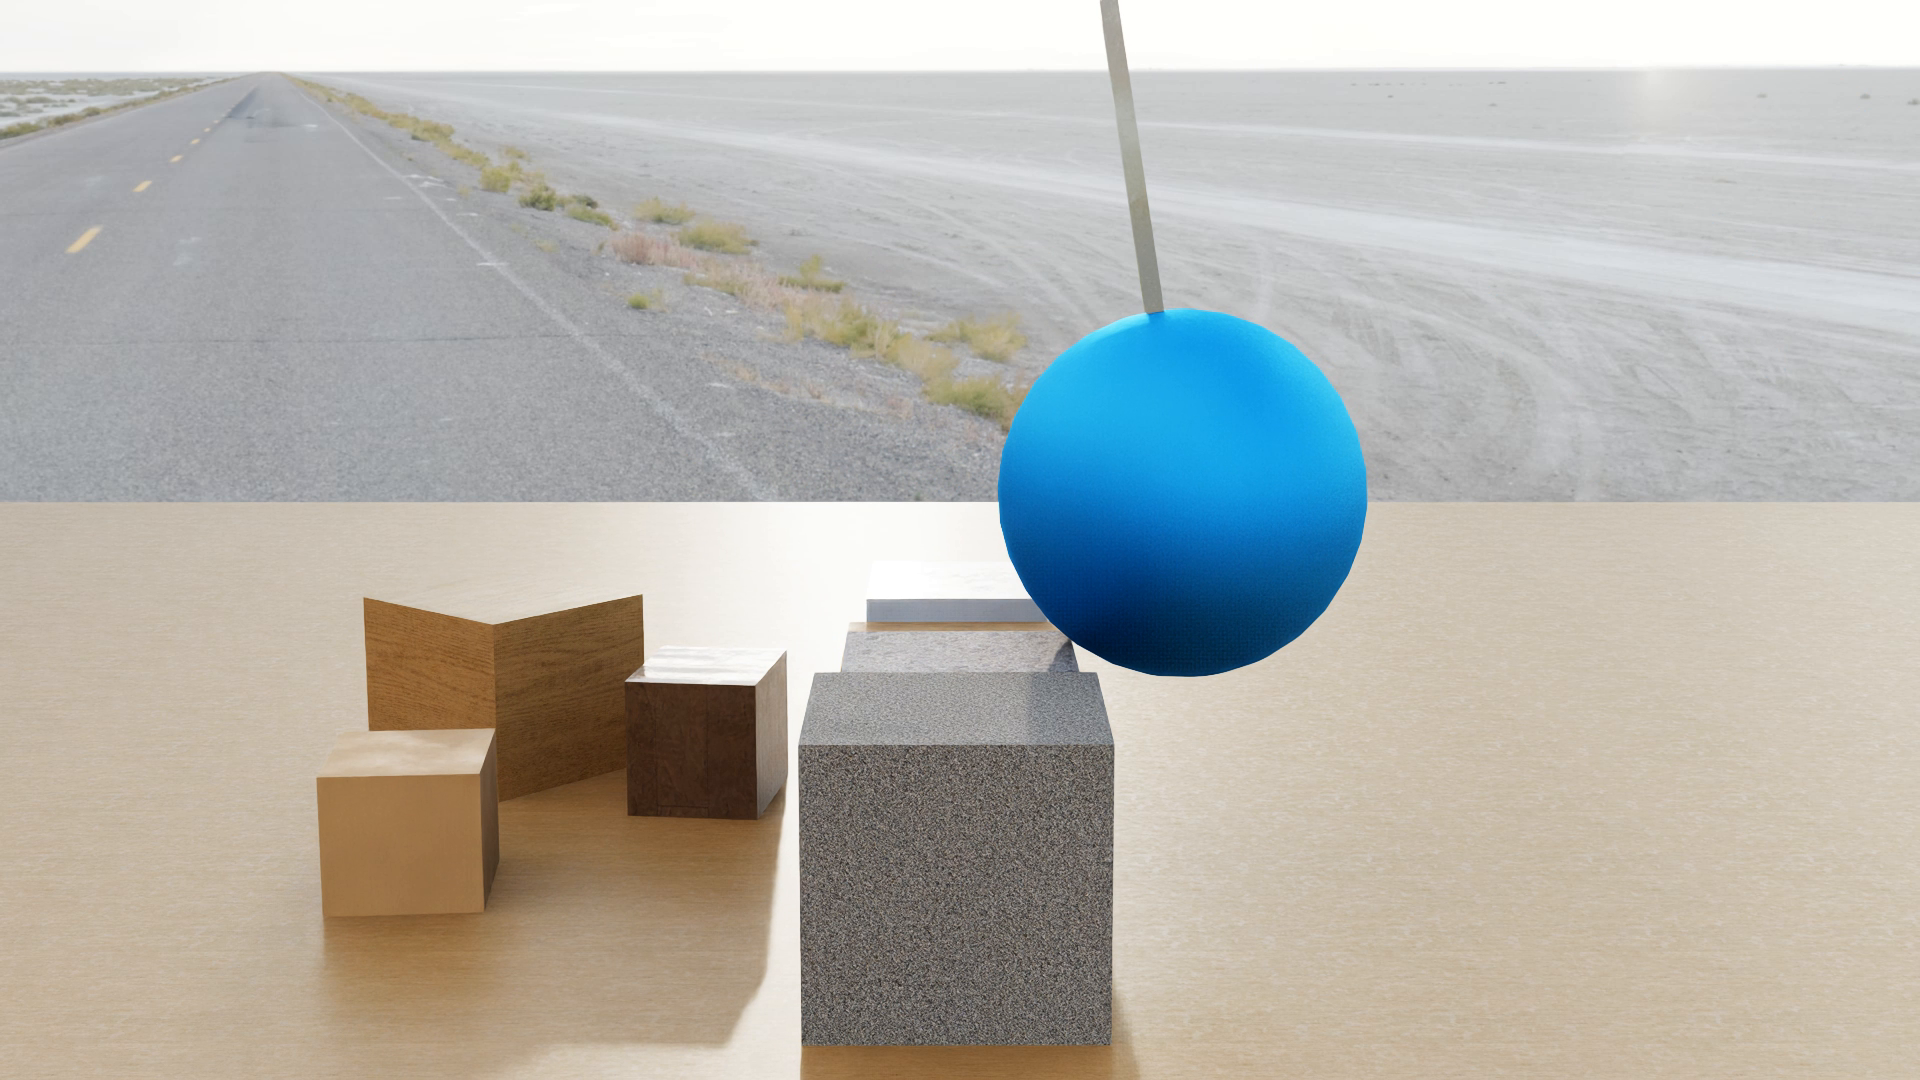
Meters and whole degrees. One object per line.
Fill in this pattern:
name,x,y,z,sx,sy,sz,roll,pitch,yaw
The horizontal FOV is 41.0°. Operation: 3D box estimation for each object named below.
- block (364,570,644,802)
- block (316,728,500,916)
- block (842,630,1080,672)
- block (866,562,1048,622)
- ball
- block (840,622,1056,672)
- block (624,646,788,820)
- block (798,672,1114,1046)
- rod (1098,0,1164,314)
block,-2.323,0.719,13.131,1.020,0.888,0.975,9,13,40
block,-2.387,1.218,11.169,0.673,0.608,0.759,-1,10,-5
block,-0.001,1.025,10.959,0.987,1.062,1.090,0,10,-1
block,-0.013,0.691,12.951,0.878,1.006,0.951,0,10,0
ball,0.962,-0.203,11.143,1.600,1.600,1.600,0,10,0
block,-0.008,0.921,12.005,1.053,0.893,0.968,0,10,0
block,-1.230,0.933,12.587,0.632,0.660,0.794,1,10,7
block,-0.015,1.190,9.849,1.136,1.134,1.137,0,10,0
rod,0.417,-3.505,10.543,0.080,5.200,0.080,-9,10,2
